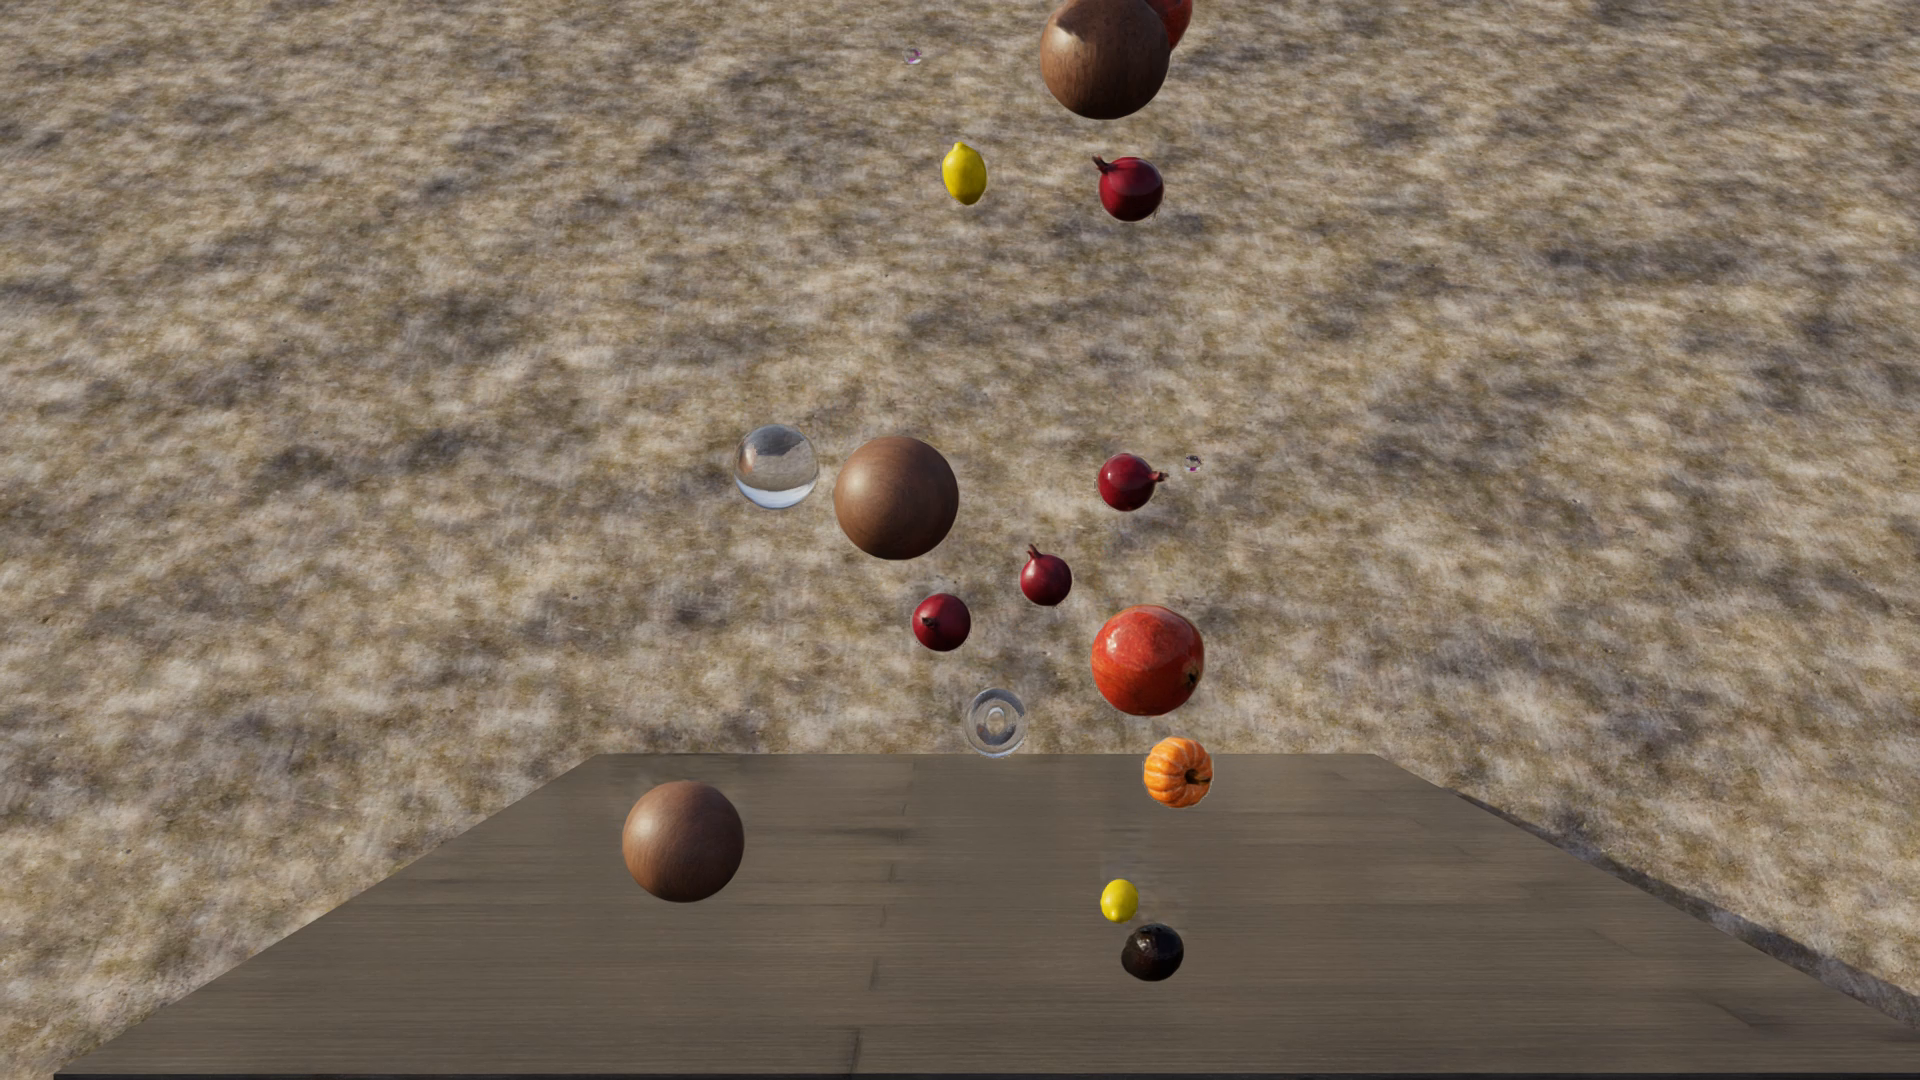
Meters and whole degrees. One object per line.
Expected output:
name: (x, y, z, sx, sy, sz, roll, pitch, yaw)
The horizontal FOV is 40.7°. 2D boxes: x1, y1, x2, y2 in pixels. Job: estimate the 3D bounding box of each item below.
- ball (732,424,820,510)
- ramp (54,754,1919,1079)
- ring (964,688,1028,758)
ball: (-0.175, -0.070, 2.451, 0.082, 0.082, 0.082, 0, 30, 0)
ramp: (0.067, 0.599, 4.659, 2.000, 0.100, 4.000, 0, 0, 0)
ring: (0.043, 0.216, 3.060, 0.082, 0.082, 0.027, -19, 6, -29)
